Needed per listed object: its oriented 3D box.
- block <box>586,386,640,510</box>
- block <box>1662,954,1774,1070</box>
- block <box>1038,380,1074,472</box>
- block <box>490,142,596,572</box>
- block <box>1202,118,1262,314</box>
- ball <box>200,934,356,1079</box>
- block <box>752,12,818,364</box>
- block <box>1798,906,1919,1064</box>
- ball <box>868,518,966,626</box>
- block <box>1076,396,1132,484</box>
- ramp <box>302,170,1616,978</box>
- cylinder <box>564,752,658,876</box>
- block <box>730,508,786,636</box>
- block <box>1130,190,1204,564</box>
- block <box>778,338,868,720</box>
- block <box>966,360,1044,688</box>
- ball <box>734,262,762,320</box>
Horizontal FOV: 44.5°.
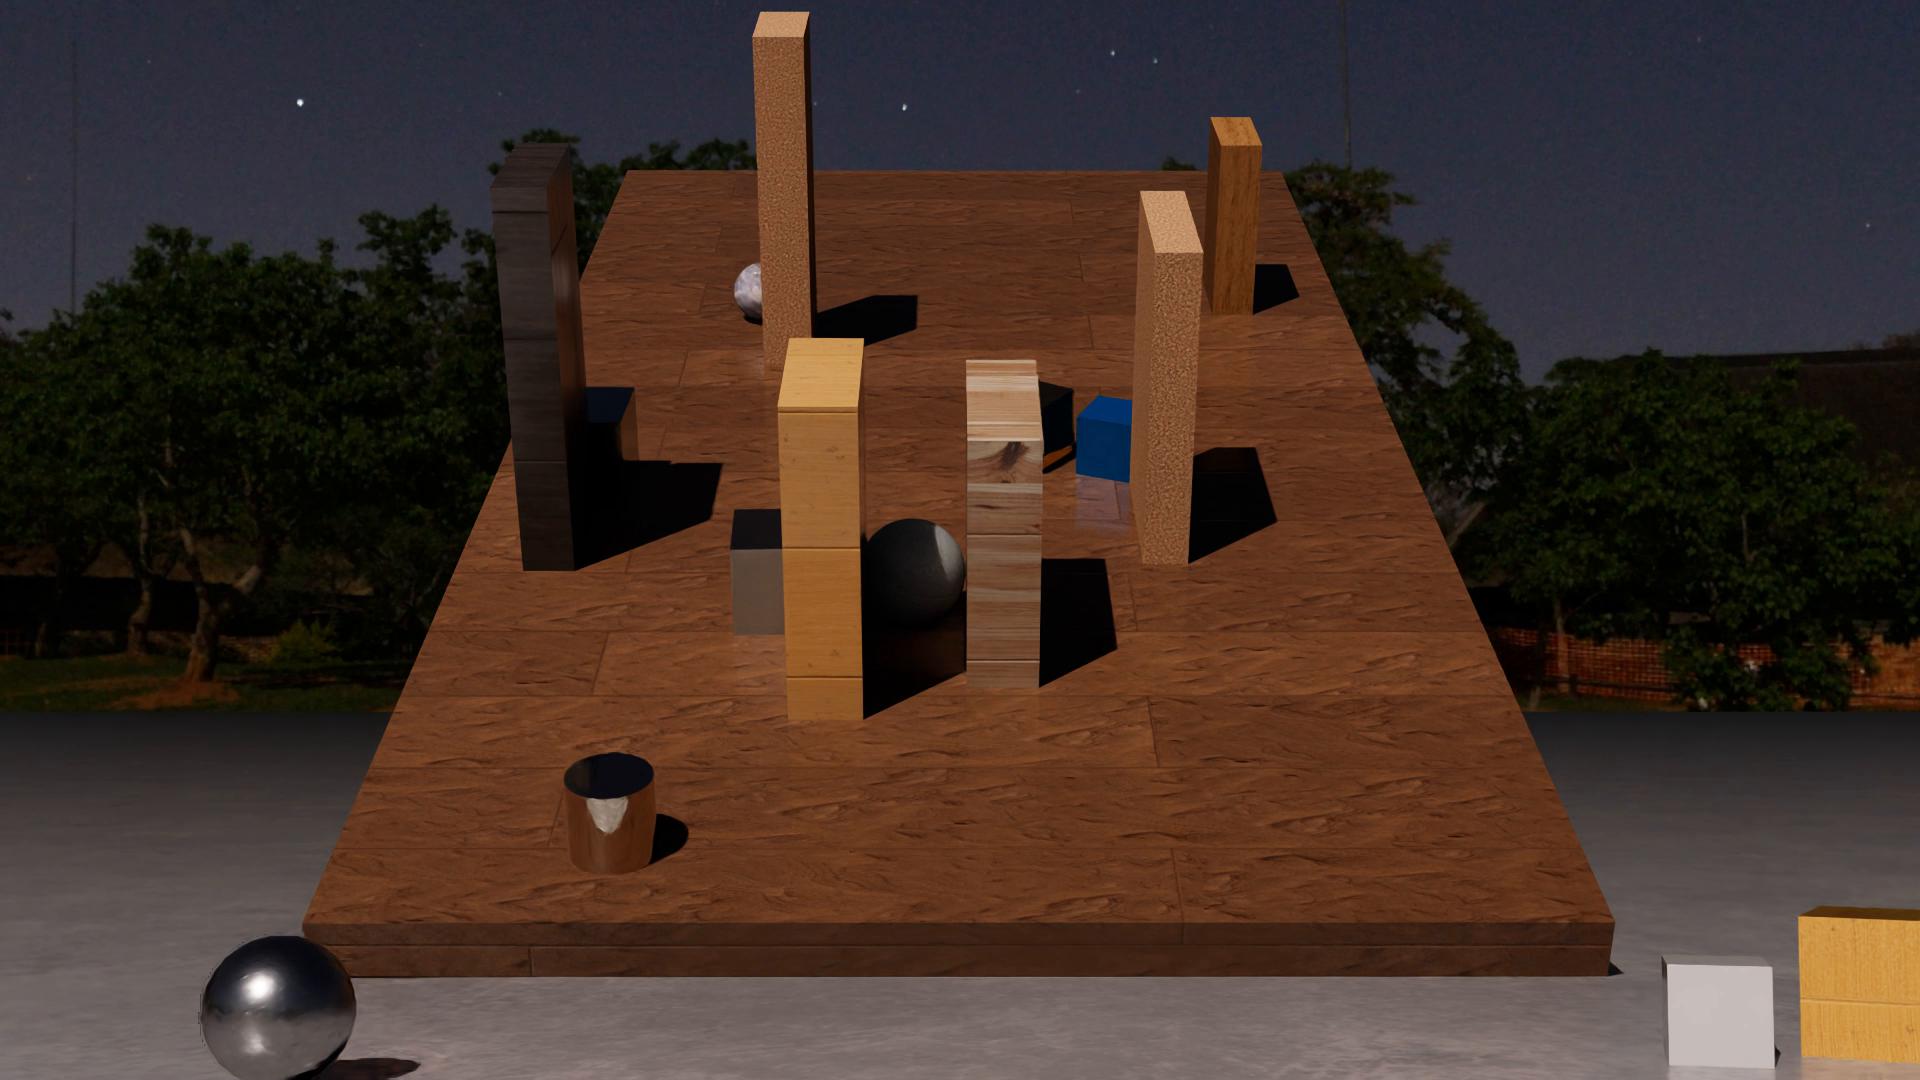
[{"bbox_3d":[-0.798,-0.197,4.984,0.197,0.197,0.197,1,25,1],"label":"block"},{"bbox_3d":[0.894,0.555,2.773,0.116,0.116,0.116,-1,-4,13],"label":"block"},{"bbox_3d":[0.142,-0.251,5.150,0.156,0.156,0.156,17,30,31],"label":"block"},{"bbox_3d":[-0.817,-0.358,4.633,0.103,0.789,0.297,0,25,0],"label":"block"},{"bbox_3d":[0.700,-0.837,6.050,0.103,0.446,0.265,0,25,0],"label":"block"},{"bbox_3d":[-0.749,0.518,2.582,0.164,0.164,0.164,0,-4,0],"label":"ball"},{"bbox_3d":[-0.417,-0.843,5.645,0.116,0.799,0.255,0,25,0],"label":"block"},{"bbox_3d":[1.116,0.535,2.838,0.165,0.165,0.165,-2,-5,28],"label":"block"},{"bbox_3d":[-0.091,0.061,4.438,0.203,0.203,0.203,0,-4,0],"label":"ball"},{"bbox_3d":[0.341,-0.219,5.111,0.134,0.134,0.134,10,27,21],"label":"block"},{"bbox_3d":[-0.009,-0.229,5.403,2.000,0.100,4.000,0,25,0],"label":"ramp"},{"bbox_3d":[-0.552,0.434,3.720,0.141,0.141,0.141,0,25,0],"label":"cylinder"},{"bbox_3d":[-0.340,0.060,4.466,0.180,0.180,0.180,-1,25,-2],"label":"block"},{"bbox_3d":[0.412,-0.331,4.741,0.090,0.653,0.395,0,25,0],"label":"block"},{"bbox_3d":[-0.237,-0.021,4.152,0.133,0.595,0.322,0,25,0],"label":"block"},{"bbox_3d":[0.077,-0.035,4.311,0.131,0.484,0.387,0,25,0],"label":"block"},{"bbox_3d":[-0.501,-0.632,5.962,0.146,0.146,0.146,0,-4,0],"label":"ball"}]
